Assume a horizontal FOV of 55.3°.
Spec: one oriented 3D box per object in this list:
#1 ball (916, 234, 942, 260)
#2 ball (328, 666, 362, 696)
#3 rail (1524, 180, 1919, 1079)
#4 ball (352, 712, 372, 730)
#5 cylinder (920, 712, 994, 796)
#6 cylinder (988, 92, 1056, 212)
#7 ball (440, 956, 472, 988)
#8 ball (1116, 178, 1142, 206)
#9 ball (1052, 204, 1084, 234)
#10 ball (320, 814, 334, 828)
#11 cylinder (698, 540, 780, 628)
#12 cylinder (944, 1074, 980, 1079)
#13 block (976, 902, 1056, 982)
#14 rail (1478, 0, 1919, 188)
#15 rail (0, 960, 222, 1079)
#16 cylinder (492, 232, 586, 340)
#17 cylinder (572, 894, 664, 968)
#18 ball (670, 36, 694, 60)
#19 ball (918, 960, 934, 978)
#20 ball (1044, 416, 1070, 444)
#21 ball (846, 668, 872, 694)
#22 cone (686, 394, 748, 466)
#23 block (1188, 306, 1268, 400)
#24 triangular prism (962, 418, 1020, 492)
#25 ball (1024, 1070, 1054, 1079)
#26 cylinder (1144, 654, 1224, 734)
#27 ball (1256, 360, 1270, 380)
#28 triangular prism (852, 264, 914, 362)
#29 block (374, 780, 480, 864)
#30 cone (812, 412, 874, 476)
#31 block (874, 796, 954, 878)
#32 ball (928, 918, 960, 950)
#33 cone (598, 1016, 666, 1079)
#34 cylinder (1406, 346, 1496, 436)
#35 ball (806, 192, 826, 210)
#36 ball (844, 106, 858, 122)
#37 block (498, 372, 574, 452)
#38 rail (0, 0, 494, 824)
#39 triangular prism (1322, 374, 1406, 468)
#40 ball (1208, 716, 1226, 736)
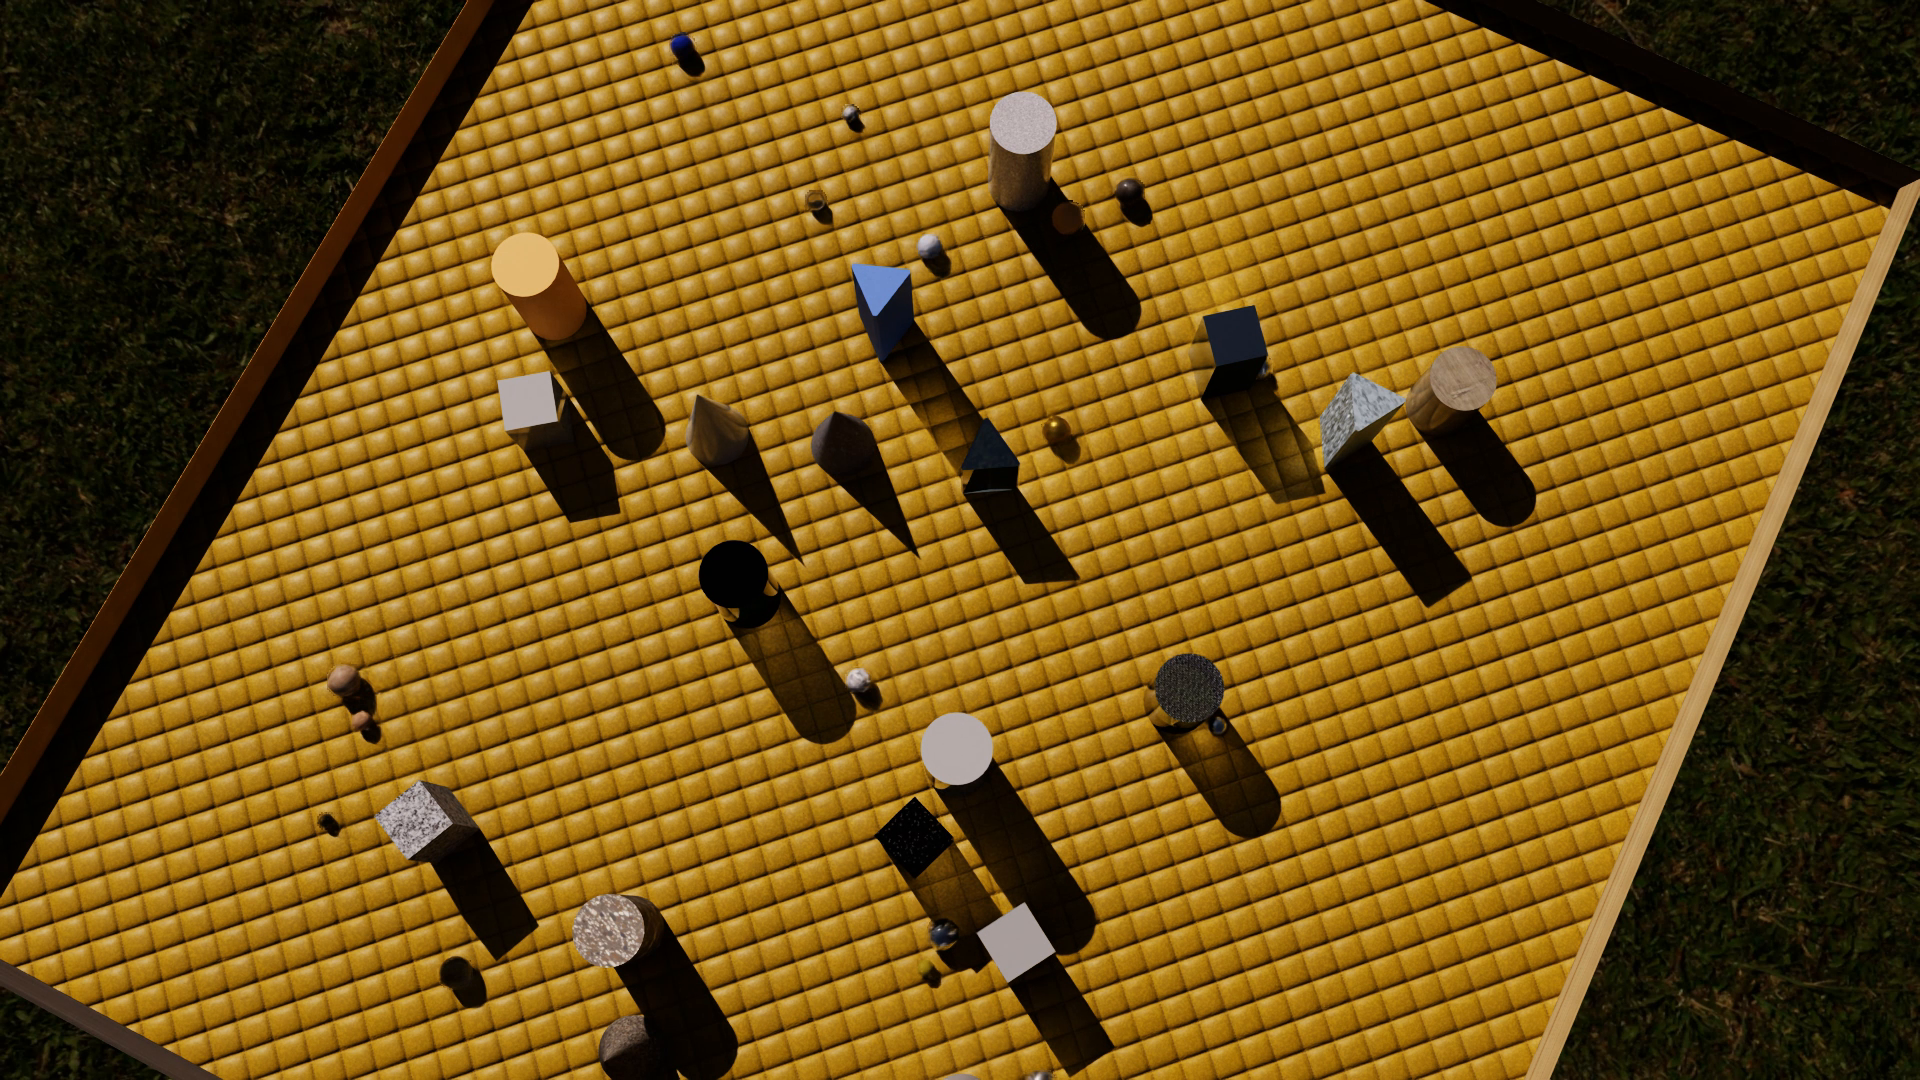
[{"bbox_3d":[-0.097,-0.924,5.768,0.078,0.078,0.078,0,78,0],"label":"ball"},{"bbox_3d":[-1.840,0.421,5.481,0.095,0.095,0.095,0,78,0],"label":"ball"},{"bbox_3d":[1.935,0.954,5.352,0.045,0.129,4.776,26,80,5],"label":"rail"},{"bbox_3d":[-1.786,0.540,5.475,0.057,0.057,0.057,0,78,0],"label":"ball"},{"bbox_3d":[-0.008,0.619,5.240,0.198,0.487,0.198,0,78,0],"label":"cylinder"},{"bbox_3d":[0.187,-1.187,5.633,0.198,0.449,0.198,0,78,0],"label":"cylinder"},{"bbox_3d":[-1.461,1.253,5.310,0.092,0.092,0.092,0,78,0],"label":"ball"},{"bbox_3d":[0.535,-1.101,5.801,0.086,0.086,0.086,0,78,0],"label":"ball"},{"bbox_3d":[0.339,-1.012,5.775,0.099,0.099,0.099,0,78,0],"label":"ball"},{"bbox_3d":[-1.876,0.831,5.424,0.040,0.040,0.040,0,78,0],"label":"ball"},{"bbox_3d":[-0.645,0.135,5.400,0.198,0.370,0.198,0,78,0],"label":"cylinder"},{"bbox_3d":[0.005,1.607,5.122,0.198,0.317,0.198,0,78,0],"label":"cylinder"},{"bbox_3d":[0.156,1.147,5.230,0.158,0.292,0.158,-32,80,-6],"label":"block"},{"bbox_3d":[1.057,-2.064,5.977,4.374,0.129,0.045,26,80,5],"label":"rail"},{"bbox_3d":[-1.057,2.078,5.120,4.374,0.129,0.045,26,80,5],"label":"rail"},{"bbox_3d":[-1.273,-0.765,5.565,0.198,0.411,0.198,0,78,0],"label":"cylinder"},{"bbox_3d":[-0.966,1.109,5.207,0.198,0.353,0.198,0,78,0],"label":"cylinder"},{"bbox_3d":[-0.895,-1.589,5.907,0.075,0.075,0.075,0,78,0],"label":"ball"},{"bbox_3d":[-0.099,1.246,5.333,0.051,0.051,0.051,0,78,0],"label":"ball"},{"bbox_3d":[0.298,-0.337,5.643,0.084,0.084,0.084,0,78,0],"label":"ball"},{"bbox_3d":[-0.303,0.421,5.491,0.075,0.075,0.075,0,78,0],"label":"ball"},{"bbox_3d":[-0.753,-0.372,5.466,0.198,0.445,0.198,0,78,0],"label":"cone"},{"bbox_3d":[0.809,-0.565,5.554,0.158,0.352,0.158,-12,79,-3],"label":"block"},{"bbox_3d":[0.084,-0.256,5.516,0.172,0.300,0.149,-5,78,-1],"label":"triangular prism"},{"bbox_3d":[0.227,1.567,5.243,0.096,0.096,0.096,0,78,0],"label":"ball"},{"bbox_3d":[0.651,0.453,5.357,0.198,0.325,0.198,0,78,0],"label":"cylinder"},{"bbox_3d":[0.931,-0.533,5.692,0.068,0.068,0.068,0,78,0],"label":"ball"},{"bbox_3d":[-0.255,-0.714,5.539,0.149,0.442,0.172,36,81,7],"label":"triangular prism"},{"bbox_3d":[-1.536,0.816,5.295,0.158,0.299,0.158,-39,81,-7],"label":"block"},{"bbox_3d":[-0.363,-0.334,5.489,0.198,0.386,0.198,0,78,0],"label":"cone"},{"bbox_3d":[-0.130,0.862,5.291,0.158,0.288,0.158,-43,82,-8],"label":"block"},{"bbox_3d":[-0.048,1.148,5.332,0.093,0.093,0.093,0,78,0],"label":"ball"},{"bbox_3d":[-0.949,1.435,5.098,0.198,0.435,0.198,0,78,0],"label":"cone"},{"bbox_3d":[1.485,-0.447,5.555,0.198,0.302,0.198,0,78,0],"label":"cylinder"},{"bbox_3d":[-0.457,-1.074,5.809,0.059,0.059,0.059,0,78,0],"label":"ball"},{"bbox_3d":[-0.351,-1.366,5.875,0.047,0.047,0.047,0,78,0],"label":"ball"},{"bbox_3d":[-1.288,-0.390,5.574,0.158,0.241,0.158,-11,79,-2],"label":"block"},{"bbox_3d":[-1.935,-0.941,5.745,0.045,0.129,4.776,26,80,5],"label":"rail"},{"bbox_3d":[1.162,-0.371,5.460,0.172,0.457,0.149,-32,80,-6],"label":"triangular prism"},{"bbox_3d":[0.770,0.556,5.474,0.054,0.054,0.054,0,78,0],"label":"ball"}]
